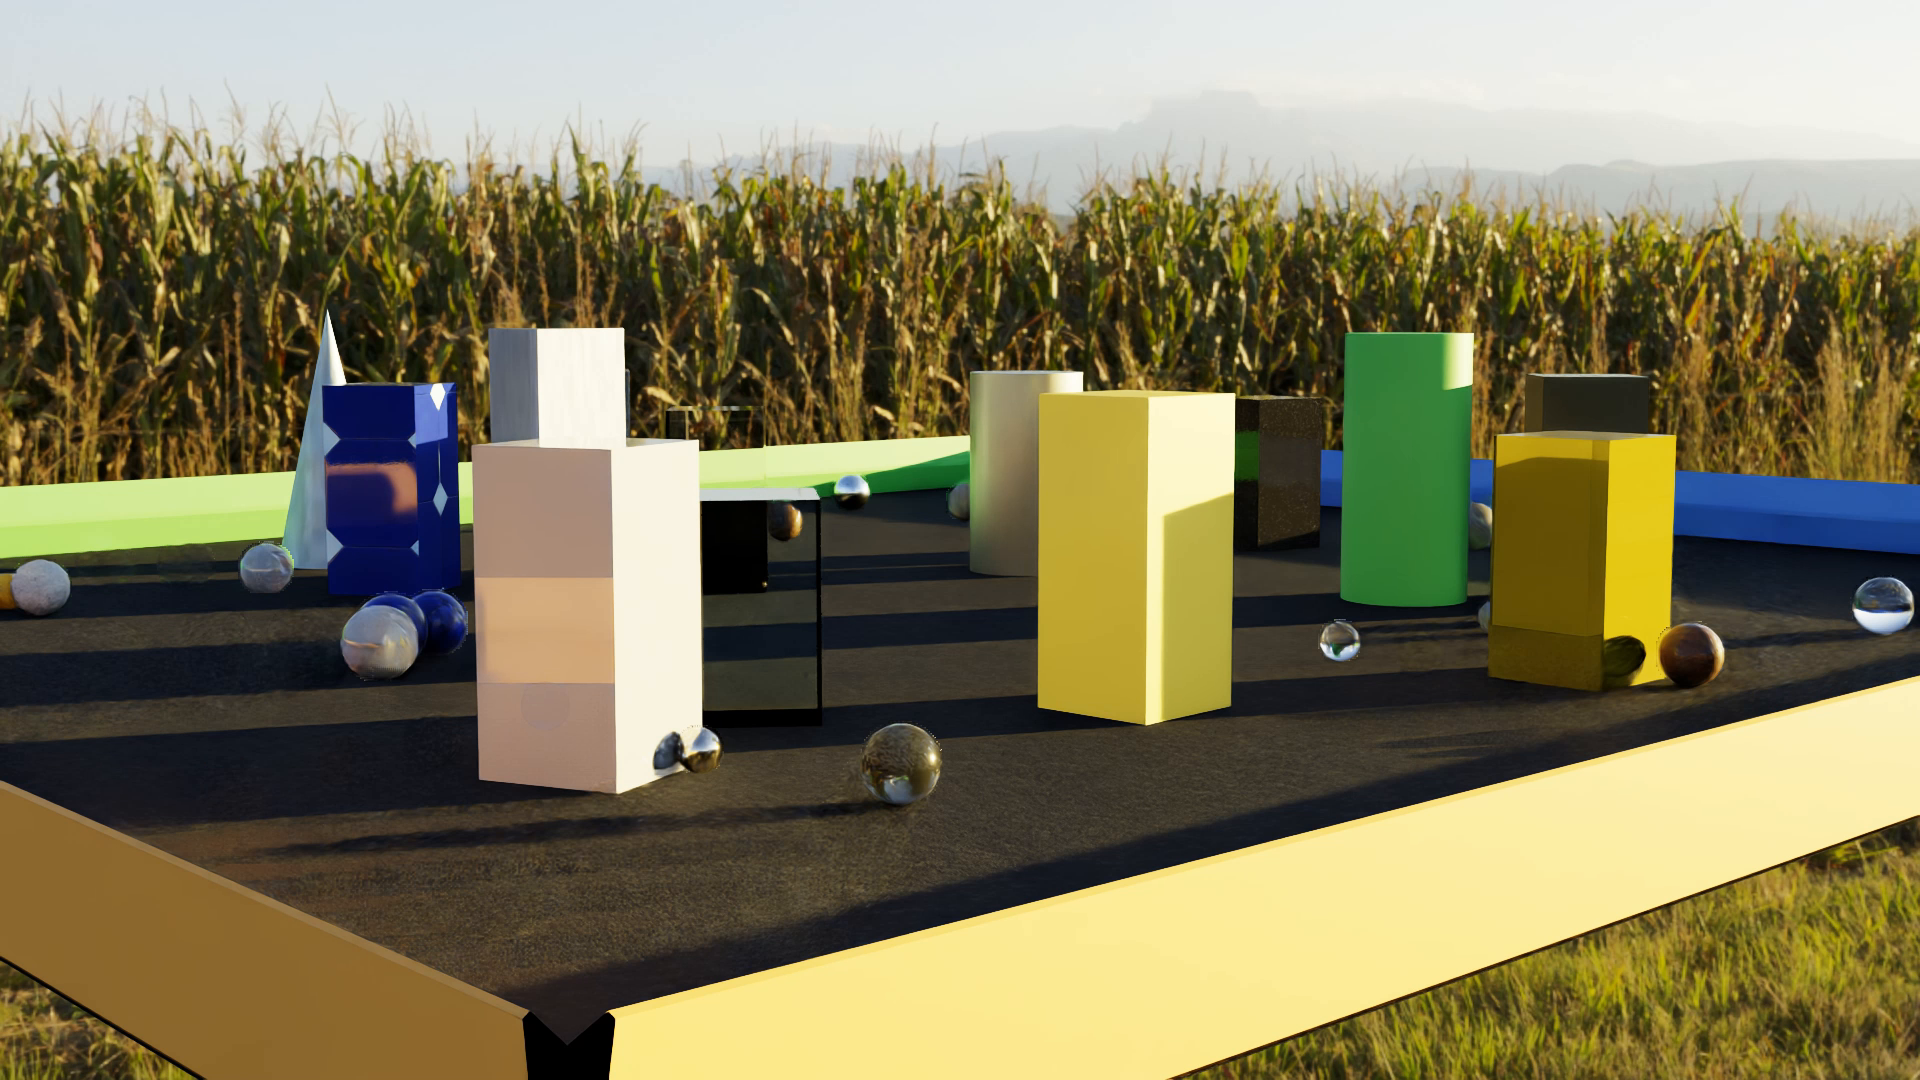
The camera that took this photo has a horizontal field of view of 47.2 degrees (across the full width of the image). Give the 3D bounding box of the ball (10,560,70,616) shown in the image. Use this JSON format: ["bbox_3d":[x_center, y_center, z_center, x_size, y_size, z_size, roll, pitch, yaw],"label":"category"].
[{"bbox_3d":[-1.339,0.069,3.203,0.081,0.081,0.081,0,6,0],"label":"ball"}]

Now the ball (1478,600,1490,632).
[{"bbox_3d":[0.734,0.106,3.012,0.048,0.048,0.048,0,6,0],"label":"ball"}]

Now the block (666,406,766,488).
[{"bbox_3d":[-0.392,-0.071,3.561,0.154,0.284,0.154,0,6,-4],"label":"block"}]

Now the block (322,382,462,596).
[{"bbox_3d":[-0.897,-0.084,3.481,0.154,0.326,0.154,1,6,11],"label":"block"}]

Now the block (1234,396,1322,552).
[{"bbox_3d":[0.567,-0.128,4.125,0.154,0.279,0.154,-4,7,-34],"label":"block"}]

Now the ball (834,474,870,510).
[{"bbox_3d":[-0.240,-0.105,4.866,0.080,0.080,0.080,0,6,0],"label":"ball"}]

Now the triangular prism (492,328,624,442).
[{"bbox_3d":[-0.527,-0.053,2.746,0.144,0.420,0.166,4,7,31],"label":"triangular prism"}]

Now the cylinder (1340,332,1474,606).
[{"bbox_3d":[0.683,-0.113,3.369,0.192,0.407,0.192,0,6,0],"label":"cylinder"}]

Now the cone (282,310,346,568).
[{"bbox_3d":[-1.100,-0.181,3.847,0.192,0.444,0.192,0,6,0],"label":"cone"}]

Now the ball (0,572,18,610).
[{"bbox_3d":[-1.413,0.076,3.257,0.055,0.055,0.055,0,6,0],"label":"ball"}]

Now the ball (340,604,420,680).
[{"bbox_3d":[-0.695,0.123,2.638,0.091,0.091,0.091,0,6,0],"label":"ball"}]

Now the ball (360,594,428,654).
[{"bbox_3d":[-0.709,0.113,2.741,0.091,0.091,0.091,0,6,0],"label":"ball"}]

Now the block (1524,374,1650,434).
[{"bbox_3d":[0.950,-0.079,3.355,0.154,0.344,0.154,0,6,5],"label":"block"}]

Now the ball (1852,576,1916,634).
[{"bbox_3d":[1.265,0.090,3.012,0.079,0.079,0.079,0,6,0],"label":"ball"}]

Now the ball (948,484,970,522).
[{"bbox_3d":[0.013,-0.080,4.622,0.080,0.080,0.080,0,6,0],"label":"ball"}]

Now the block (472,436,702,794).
[{"bbox_3d":[-0.355,0.065,2.108,0.154,0.318,0.154,3,7,24],"label":"block"}]

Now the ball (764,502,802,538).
[{"bbox_3d":[-0.344,-0.038,4.274,0.070,0.070,0.070,0,6,0],"label":"ball"}]

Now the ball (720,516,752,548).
[{"bbox_3d":[-0.419,-0.014,4.101,0.059,0.059,0.059,0,6,0],"label":"ball"}]

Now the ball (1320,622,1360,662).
[{"bbox_3d":[0.481,0.129,2.785,0.050,0.050,0.050,0,6,0],"label":"ball"}]

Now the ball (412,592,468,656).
[{"bbox_3d":[-0.676,0.107,2.825,0.084,0.084,0.084,0,6,0],"label":"ball"}]

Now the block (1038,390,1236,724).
[{"bbox_3d":[0.196,0.013,2.449,0.154,0.351,0.154,6,8,43],"label":"block"}]

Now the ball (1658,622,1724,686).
[{"bbox_3d":[0.863,0.136,2.597,0.076,0.076,0.076,0,6,0],"label":"ball"}]

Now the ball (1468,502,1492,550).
[{"bbox_3d":[0.948,-0.025,4.059,0.089,0.089,0.089,0,6,0],"label":"ball"}]

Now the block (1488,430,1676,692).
[{"bbox_3d":[0.749,0.020,2.651,0.154,0.293,0.154,-6,8,-44],"label":"block"}]

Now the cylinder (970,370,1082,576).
[{"bbox_3d":[0.112,-0.117,3.748,0.192,0.337,0.192,0,6,0],"label":"cylinder"}]

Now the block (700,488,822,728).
[{"bbox_3d":[-0.233,0.071,2.409,0.154,0.243,0.154,-1,6,-6],"label":"block"}]

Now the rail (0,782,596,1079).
[{"bbox_3d":[-1.256,0.154,2.180,0.045,0.125,3.225,-6,8,-42],"label":"rail"}]

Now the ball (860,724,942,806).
[{"bbox_3d":[-0.053,0.202,1.979,0.073,0.073,0.073,0,6,0],"label":"ball"}]

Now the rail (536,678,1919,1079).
[{"bbox_3d":[1.078,0.155,2.171,3.464,0.125,0.045,-6,8,-42],"label":"rail"}]

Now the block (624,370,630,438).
[{"bbox_3d":[-0.626,-0.110,3.660,0.154,0.342,0.154,-1,6,-9],"label":"block"}]

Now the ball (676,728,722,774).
[{"bbox_3d":[-0.250,0.202,2.114,0.044,0.044,0.044,0,6,0],"label":"ball"}]

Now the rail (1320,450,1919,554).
[{"bbox_3d":[1.256,-0.089,4.484,0.045,0.125,3.225,-6,8,-42],"label":"rail"}]

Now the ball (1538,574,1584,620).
[{"bbox_3d":[0.861,0.082,3.150,0.065,0.065,0.065,0,6,0],"label":"ball"}]

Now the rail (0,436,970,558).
[{"bbox_3d":[-1.078,-0.090,4.493,3.464,0.125,0.045,-6,8,-42],"label":"rail"}]

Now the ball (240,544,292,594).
[{"bbox_3d":[-1.085,0.045,3.438,0.079,0.079,0.079,0,6,0],"label":"ball"}]
